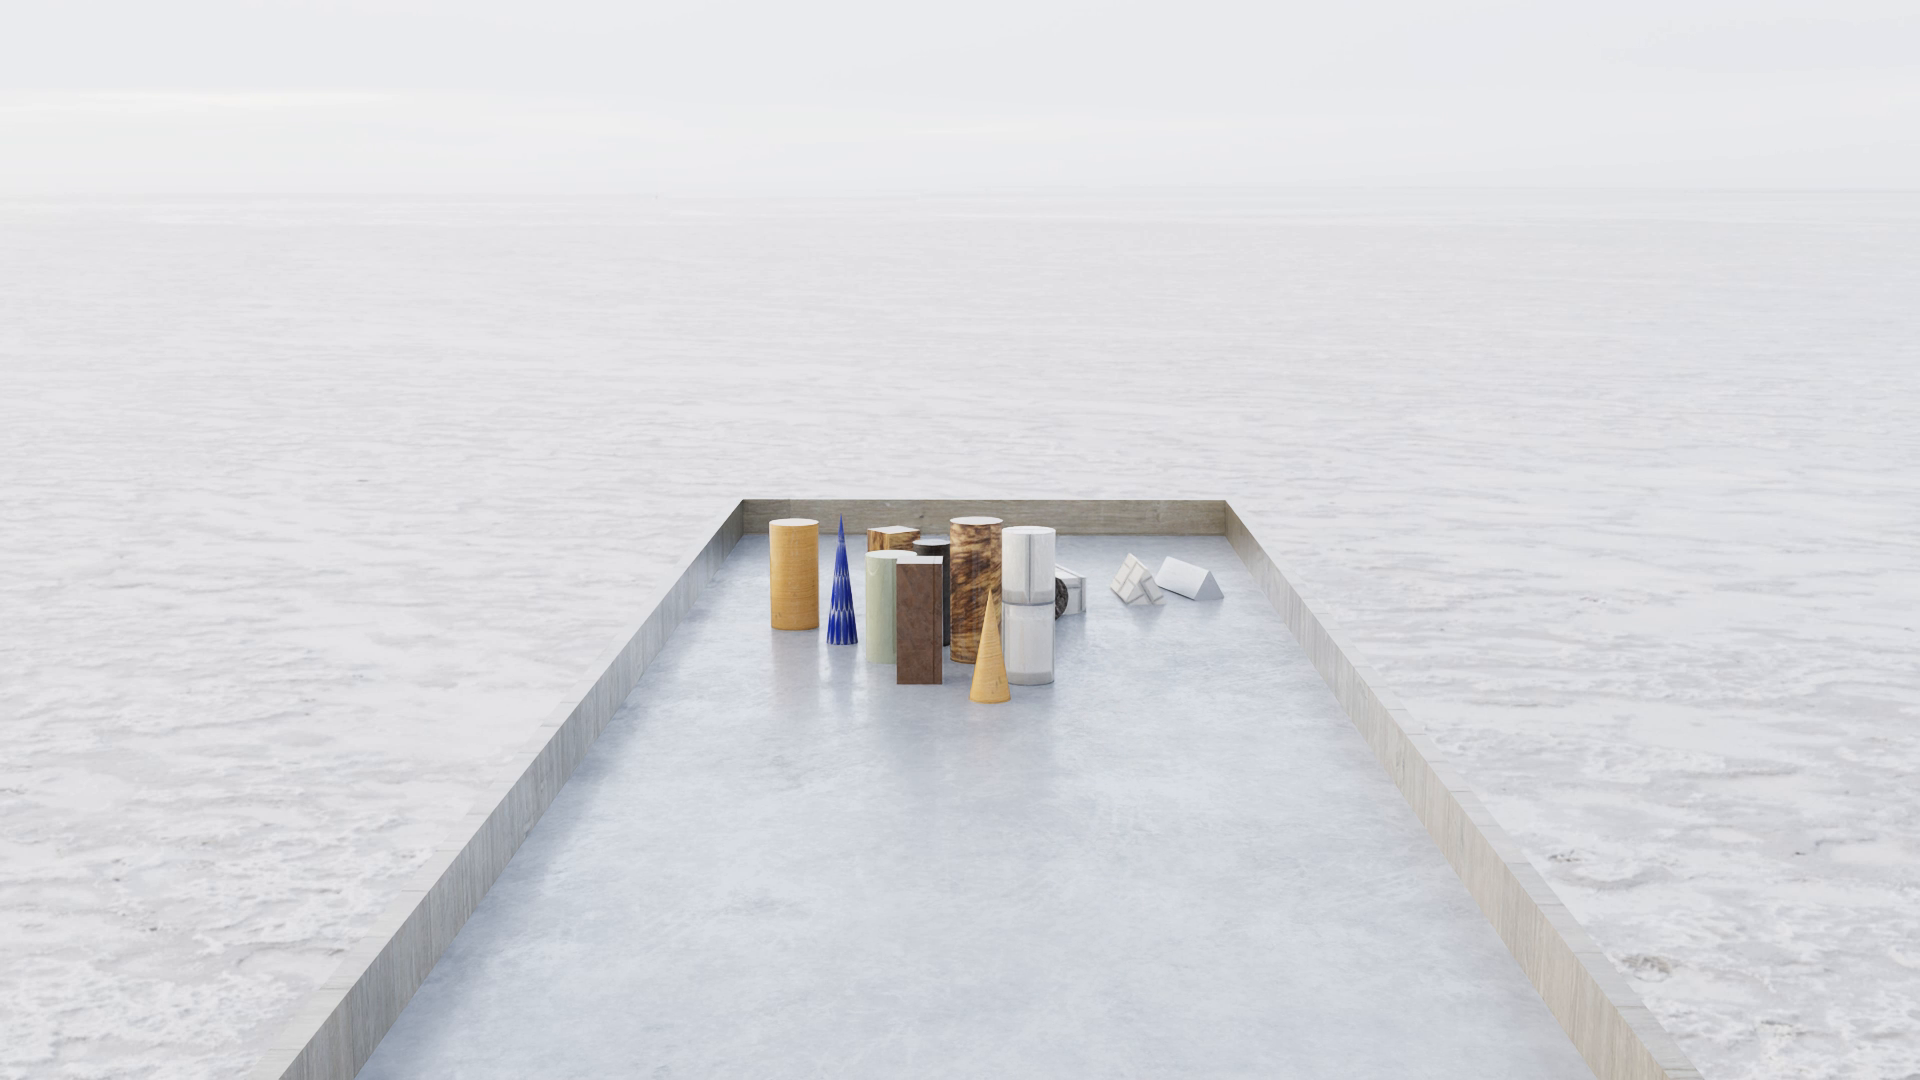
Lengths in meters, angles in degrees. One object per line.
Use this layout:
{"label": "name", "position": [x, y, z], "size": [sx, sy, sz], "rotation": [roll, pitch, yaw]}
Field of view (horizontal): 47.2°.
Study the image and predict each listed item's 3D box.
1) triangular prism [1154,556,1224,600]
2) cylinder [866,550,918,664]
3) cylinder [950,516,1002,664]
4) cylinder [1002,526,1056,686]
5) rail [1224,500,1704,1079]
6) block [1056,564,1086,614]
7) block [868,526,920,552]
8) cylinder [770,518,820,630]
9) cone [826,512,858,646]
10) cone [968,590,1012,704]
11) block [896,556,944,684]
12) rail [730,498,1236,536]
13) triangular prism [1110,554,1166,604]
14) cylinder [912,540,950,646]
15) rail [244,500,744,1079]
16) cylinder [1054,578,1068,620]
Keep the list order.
{"label": "triangular prism", "position": [0.812, 0.132, 7.834], "size": [0.116, 0.101, 0.331], "rotation": [-4, 10, -20]}
{"label": "cylinder", "position": [-0.209, 0.203, 6.697], "size": [0.157, 0.323, 0.157], "rotation": [0, 9, 0]}
{"label": "cylinder", "position": [0.050, 0.152, 6.688], "size": [0.160, 0.427, 0.160], "rotation": [0, 9, 0]}
{"label": "cylinder", "position": [0.199, 0.191, 6.389], "size": [0.155, 0.444, 0.155], "rotation": [0, 9, 0]}
{"label": "rail", "position": [1.046, 0.843, 3.208], "size": [0.050, 0.150, 12.000], "rotation": [0, 9, 1]}
{"label": "block", "position": [0.299, 0.156, 7.633], "size": [0.123, 0.123, 0.446], "rotation": [-3, 9, -18]}
{"label": "block", "position": [-0.217, 0.123, 7.223], "size": [0.125, 0.317, 0.125], "rotation": [-7, 11, -37]}
{"label": "cylinder", "position": [-0.541, 0.112, 7.199], "size": [0.161, 0.345, 0.161], "rotation": [0, 9, 0]}
{"label": "cone", "position": [-0.374, 0.116, 6.938], "size": [0.102, 0.418, 0.102], "rotation": [0, 9, 0]}
{"label": "cone", "position": [0.084, 0.289, 6.162], "size": [0.119, 0.320, 0.119], "rotation": [0, 9, 0]}
{"label": "block", "position": [-0.116, 0.233, 6.405], "size": [0.131, 0.355, 0.131], "rotation": [0, 9, 1]}
{"label": "rail", "position": [0.099, -0.098, 9.147], "size": [2.100, 0.150, 0.050], "rotation": [0, 9, 1]}
{"label": "triangular prism", "position": [0.627, 0.133, 7.760], "size": [0.140, 0.121, 0.342], "rotation": [-1, 9, -6]}
{"label": "cylinder", "position": [-0.088, 0.167, 6.919], "size": [0.120, 0.324, 0.120], "rotation": [0, 9, 0]}
{"label": "rail", "position": [-1.004, 0.839, 3.234], "size": [0.050, 0.150, 12.000], "rotation": [0, 9, 1]}
{"label": "cylinder", "position": [0.217, 0.176, 7.403], "size": [0.156, 0.156, 0.300], "rotation": [-5, 10, -30]}
